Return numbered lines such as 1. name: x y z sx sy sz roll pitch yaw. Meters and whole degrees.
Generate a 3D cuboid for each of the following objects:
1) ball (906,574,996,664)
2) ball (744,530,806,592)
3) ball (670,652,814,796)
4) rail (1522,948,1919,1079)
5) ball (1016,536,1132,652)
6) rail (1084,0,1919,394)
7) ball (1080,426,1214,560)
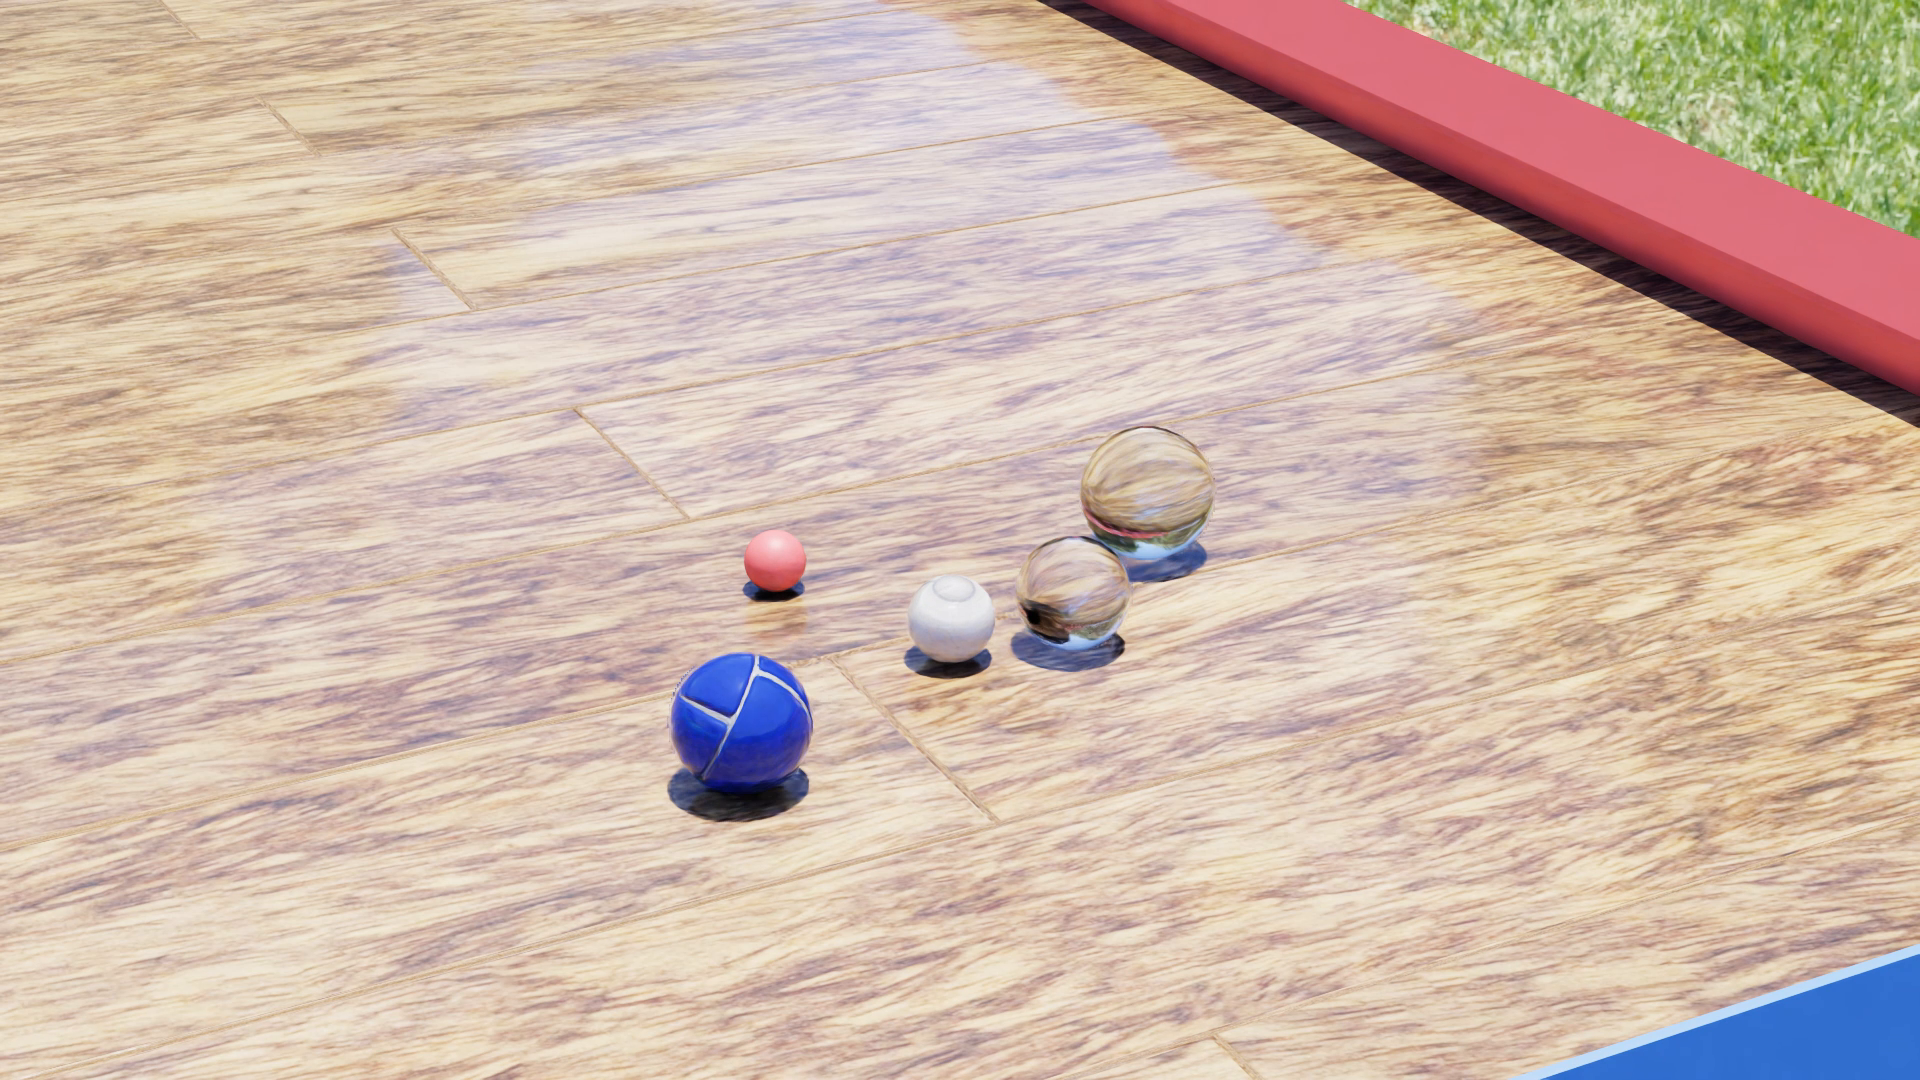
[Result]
1. ball: -0.006 0.053 1.993 0.060 0.060 0.060 0 25 0
2. ball: -0.132 0.015 2.094 0.044 0.044 0.044 0 25 0
3. ball: -0.136 0.114 1.829 0.089 0.089 0.089 0 25 0
4. rail: 0.359 0.272 1.446 1.739 0.127 0.045 -12 28 -24
5. ball: 0.077 0.036 2.007 0.079 0.079 0.079 0 25 0
6. rail: 0.384 -0.497 3.086 0.045 0.127 3.253 -12 28 -24
7. ball: 0.136 -0.034 2.135 0.098 0.098 0.098 0 25 0
